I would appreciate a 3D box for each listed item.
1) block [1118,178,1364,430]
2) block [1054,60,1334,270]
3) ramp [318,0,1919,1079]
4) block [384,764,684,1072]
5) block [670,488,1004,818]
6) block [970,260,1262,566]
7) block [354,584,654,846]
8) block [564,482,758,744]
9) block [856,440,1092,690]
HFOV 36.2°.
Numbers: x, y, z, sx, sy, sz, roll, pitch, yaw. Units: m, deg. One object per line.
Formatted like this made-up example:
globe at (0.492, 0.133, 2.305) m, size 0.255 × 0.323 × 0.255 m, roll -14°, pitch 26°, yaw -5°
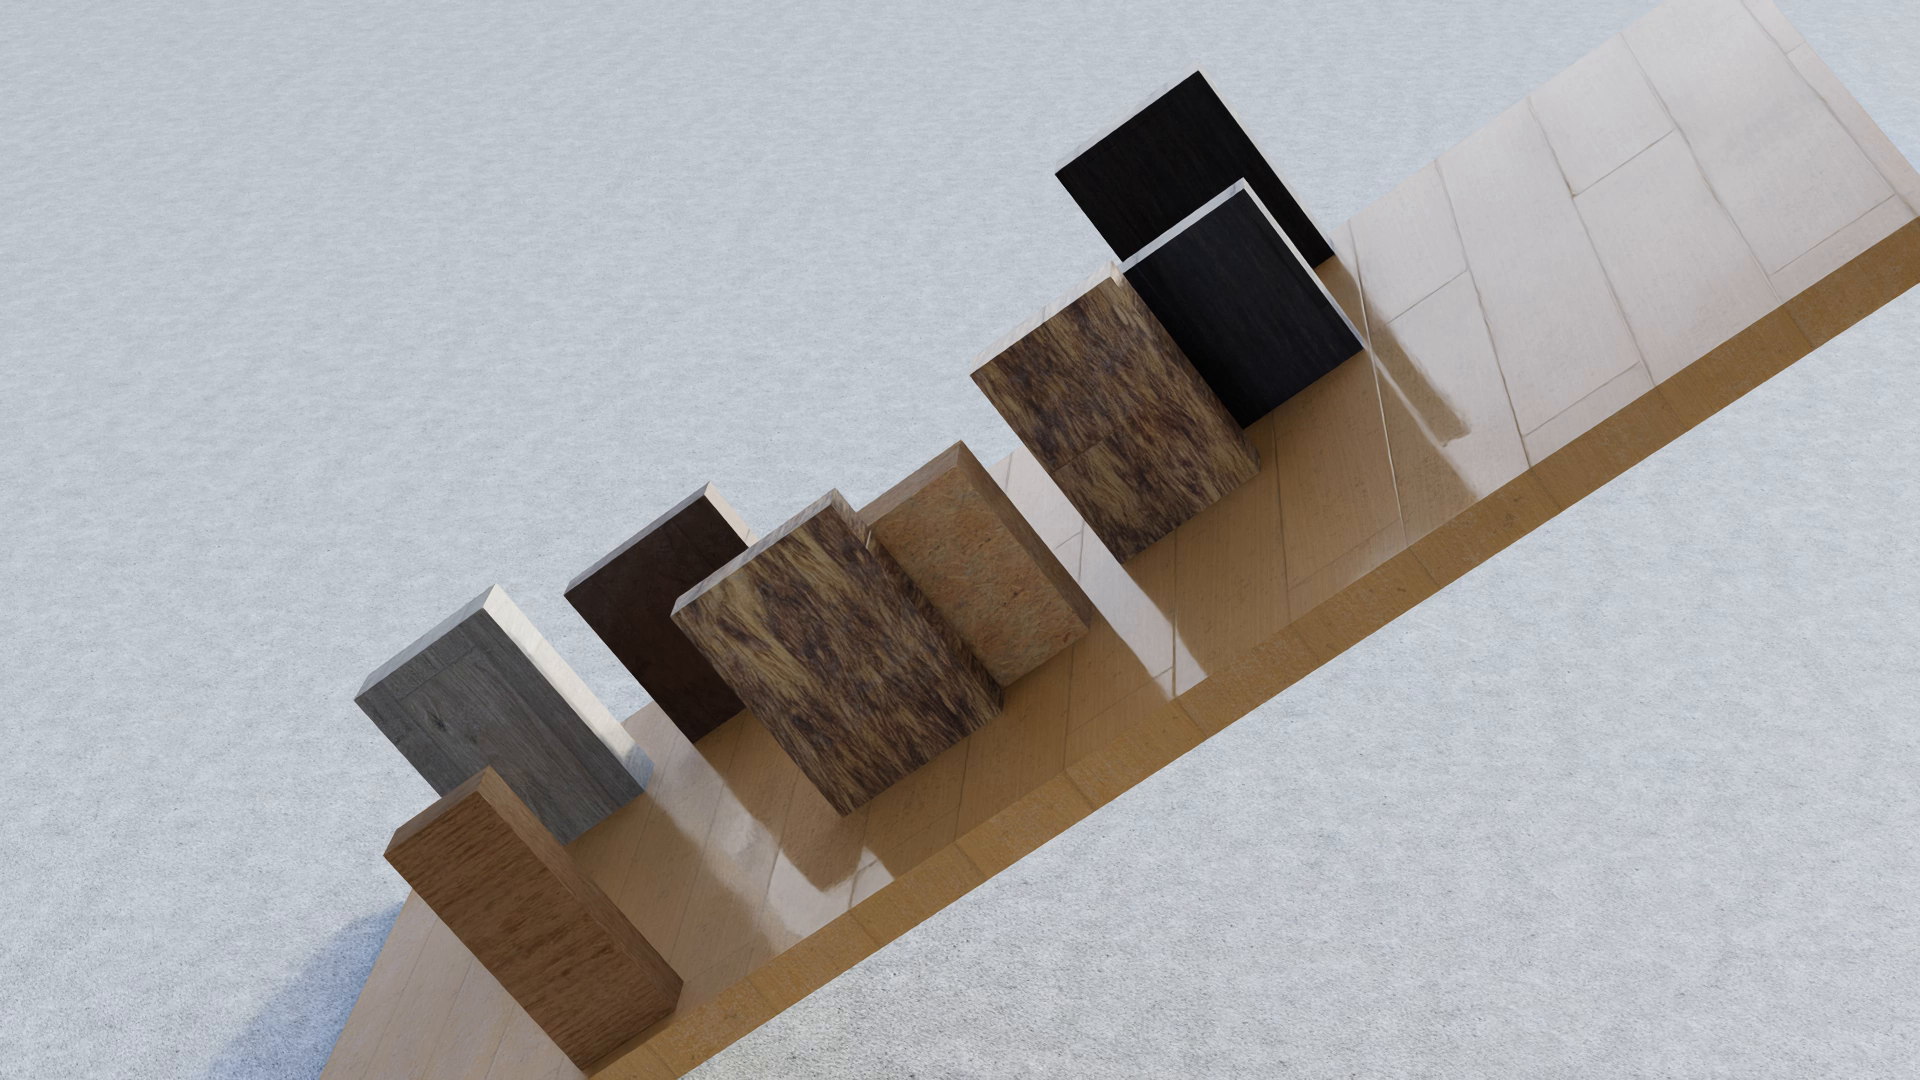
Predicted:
block at (0.552, -0.464, 6.169) m, size 0.410 × 0.429 × 0.083 m, roll -34°, pitch 16°, yaw 17°
block at (0.546, -0.771, 6.835) m, size 0.408 × 0.539 × 0.099 m, roll -34°, pitch 16°, yaw 17°
ramp at (0.128, 0.180, 6.324) m, size 4.000 × 0.100 × 2.000 m, roll -34°, pitch 16°, yaw 17°
block at (-0.816, 0.730, 5.656) m, size 0.240 × 0.584 × 0.105 m, roll -34°, pitch 16°, yaw 17°
block at (-0.239, 0.228, 5.816) m, size 0.404 × 0.546 × 0.090 m, roll -34°, pitch 16°, yaw 17°
block at (0.317, -0.256, 5.966) m, size 0.351 × 0.512 × 0.110 m, roll -34°, pitch 16°, yaw 17°
block at (-1.083, 0.459, 7.012) m, size 0.411 × 0.589 × 0.141 m, roll -34°, pitch 16°, yaw 17°
block at (-0.611, 0.175, 6.936) m, size 0.433 × 0.479 × 0.084 m, roll -34°, pitch 16°, yaw 17°
block at (-0.031, 0.101, 5.902) m, size 0.409 × 0.437 × 0.144 m, roll -34°, pitch 16°, yaw 17°
